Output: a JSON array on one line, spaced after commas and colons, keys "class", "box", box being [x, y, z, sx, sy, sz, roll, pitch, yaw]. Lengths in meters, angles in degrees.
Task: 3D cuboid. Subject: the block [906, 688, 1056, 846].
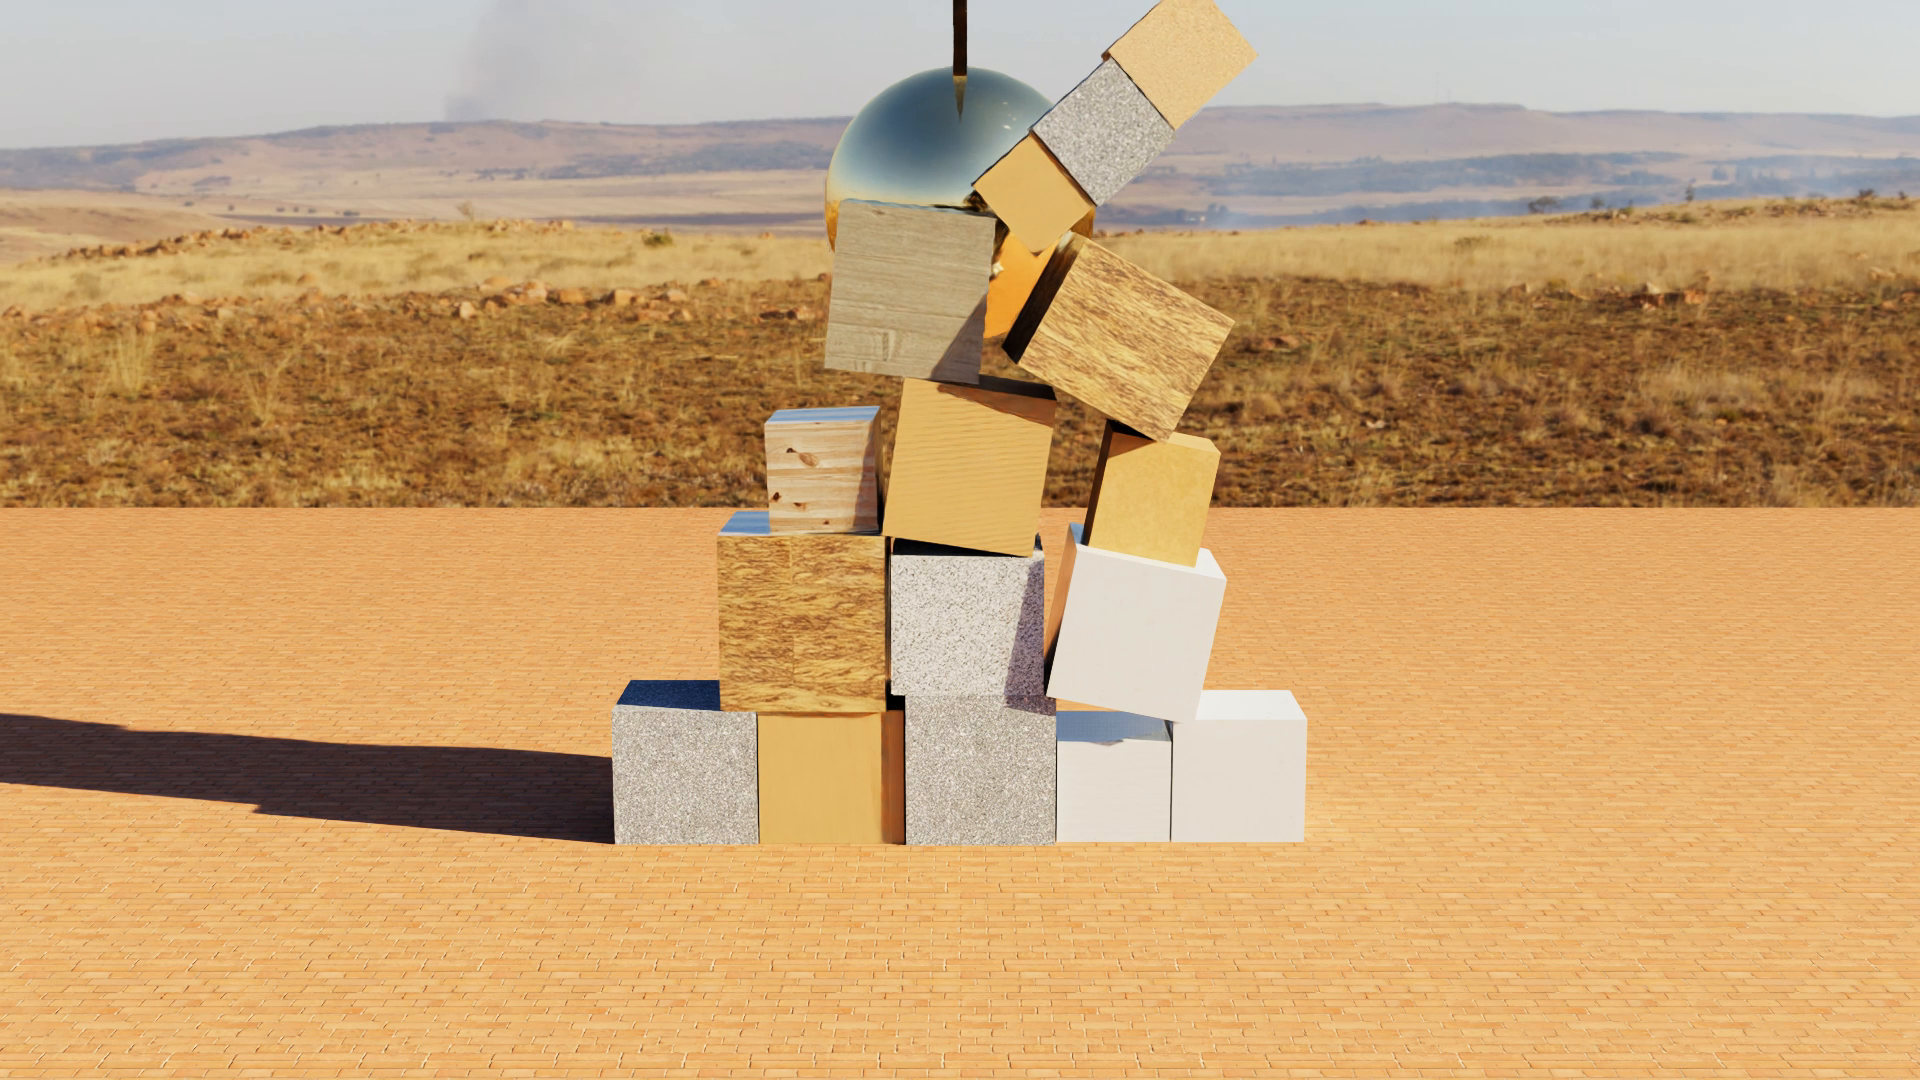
[{"class": "block", "box": [0.104, 1.092, 11.380, 0.752, 0.779, 0.726, 0, 10, 0]}]

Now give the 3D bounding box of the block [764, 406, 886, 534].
[{"class": "block", "box": [-0.673, -0.359, 11.096, 0.534, 0.547, 0.586, -2, 10, 2]}]

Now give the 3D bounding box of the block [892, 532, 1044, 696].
[{"class": "block", "box": [0.038, 0.364, 11.260, 0.756, 0.698, 0.739, 0, 10, 0]}]

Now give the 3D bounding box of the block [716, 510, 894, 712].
[{"class": "block", "box": [-0.773, 0.353, 11.263, 0.828, 0.891, 0.736, 0, 10, 2]}]

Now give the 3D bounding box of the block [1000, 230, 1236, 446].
[{"class": "block", "box": [0.770, -1.024, 10.958, 0.829, 0.690, 0.771, 28, 8, -10]}]

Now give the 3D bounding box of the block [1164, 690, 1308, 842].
[{"class": "block", "box": [1.407, 1.162, 11.380, 0.671, 0.641, 0.597, 0, 10, 0]}]

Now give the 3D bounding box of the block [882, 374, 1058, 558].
[{"class": "block", "box": [0.044, -0.413, 11.097, 0.750, 0.785, 0.699, 9, 10, -2]}]

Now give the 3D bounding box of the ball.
[{"class": "ball", "box": [0.000, -1.969, 12.931, 1.600, 1.600, 1.600, 0, 10, 0]}]

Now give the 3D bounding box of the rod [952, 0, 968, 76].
[{"class": "rod", "box": [0.000, -4.898, 11.203, 0.080, 5.200, 0.080, 0, 31, 0]}]

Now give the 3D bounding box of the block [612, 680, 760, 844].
[{"class": "block", "box": [-1.382, 1.139, 11.368, 0.721, 0.692, 0.659, 0, 10, 0]}]

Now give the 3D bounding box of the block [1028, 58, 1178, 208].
[{"class": "block", "box": [0.697, -2.004, 10.835, 0.504, 0.502, 0.502, -41, 8, 6]}]

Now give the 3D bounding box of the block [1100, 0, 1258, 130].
[{"class": "block", "box": [1.067, -2.377, 10.794, 0.528, 0.501, 0.537, -41, 8, 6]}]

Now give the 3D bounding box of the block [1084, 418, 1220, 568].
[{"class": "block", "box": [0.965, -0.244, 11.149, 0.542, 0.587, 0.532, 11, 10, -2]}]

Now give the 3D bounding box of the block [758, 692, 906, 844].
[{"class": "block", "box": [-0.643, 1.133, 11.401, 0.729, 0.691, 0.676, 0, 10, 1]}]

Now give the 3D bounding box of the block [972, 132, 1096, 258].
[{"class": "block", "box": [0.356, -1.709, 10.878, 0.387, 0.466, 0.470, -41, 8, 6]}]

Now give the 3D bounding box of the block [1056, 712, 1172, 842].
[{"class": "block", "box": [0.776, 1.218, 11.398, 0.571, 0.524, 0.609, 0, 10, 0]}]

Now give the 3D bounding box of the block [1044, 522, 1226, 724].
[{"class": "block", "box": [0.870, 0.412, 11.246, 0.750, 0.750, 0.817, 11, 10, -2]}]

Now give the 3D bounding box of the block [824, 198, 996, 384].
[{"class": "block", "box": [-0.239, -1.252, 10.963, 0.757, 0.804, 0.681, 6, 10, 0]}]
